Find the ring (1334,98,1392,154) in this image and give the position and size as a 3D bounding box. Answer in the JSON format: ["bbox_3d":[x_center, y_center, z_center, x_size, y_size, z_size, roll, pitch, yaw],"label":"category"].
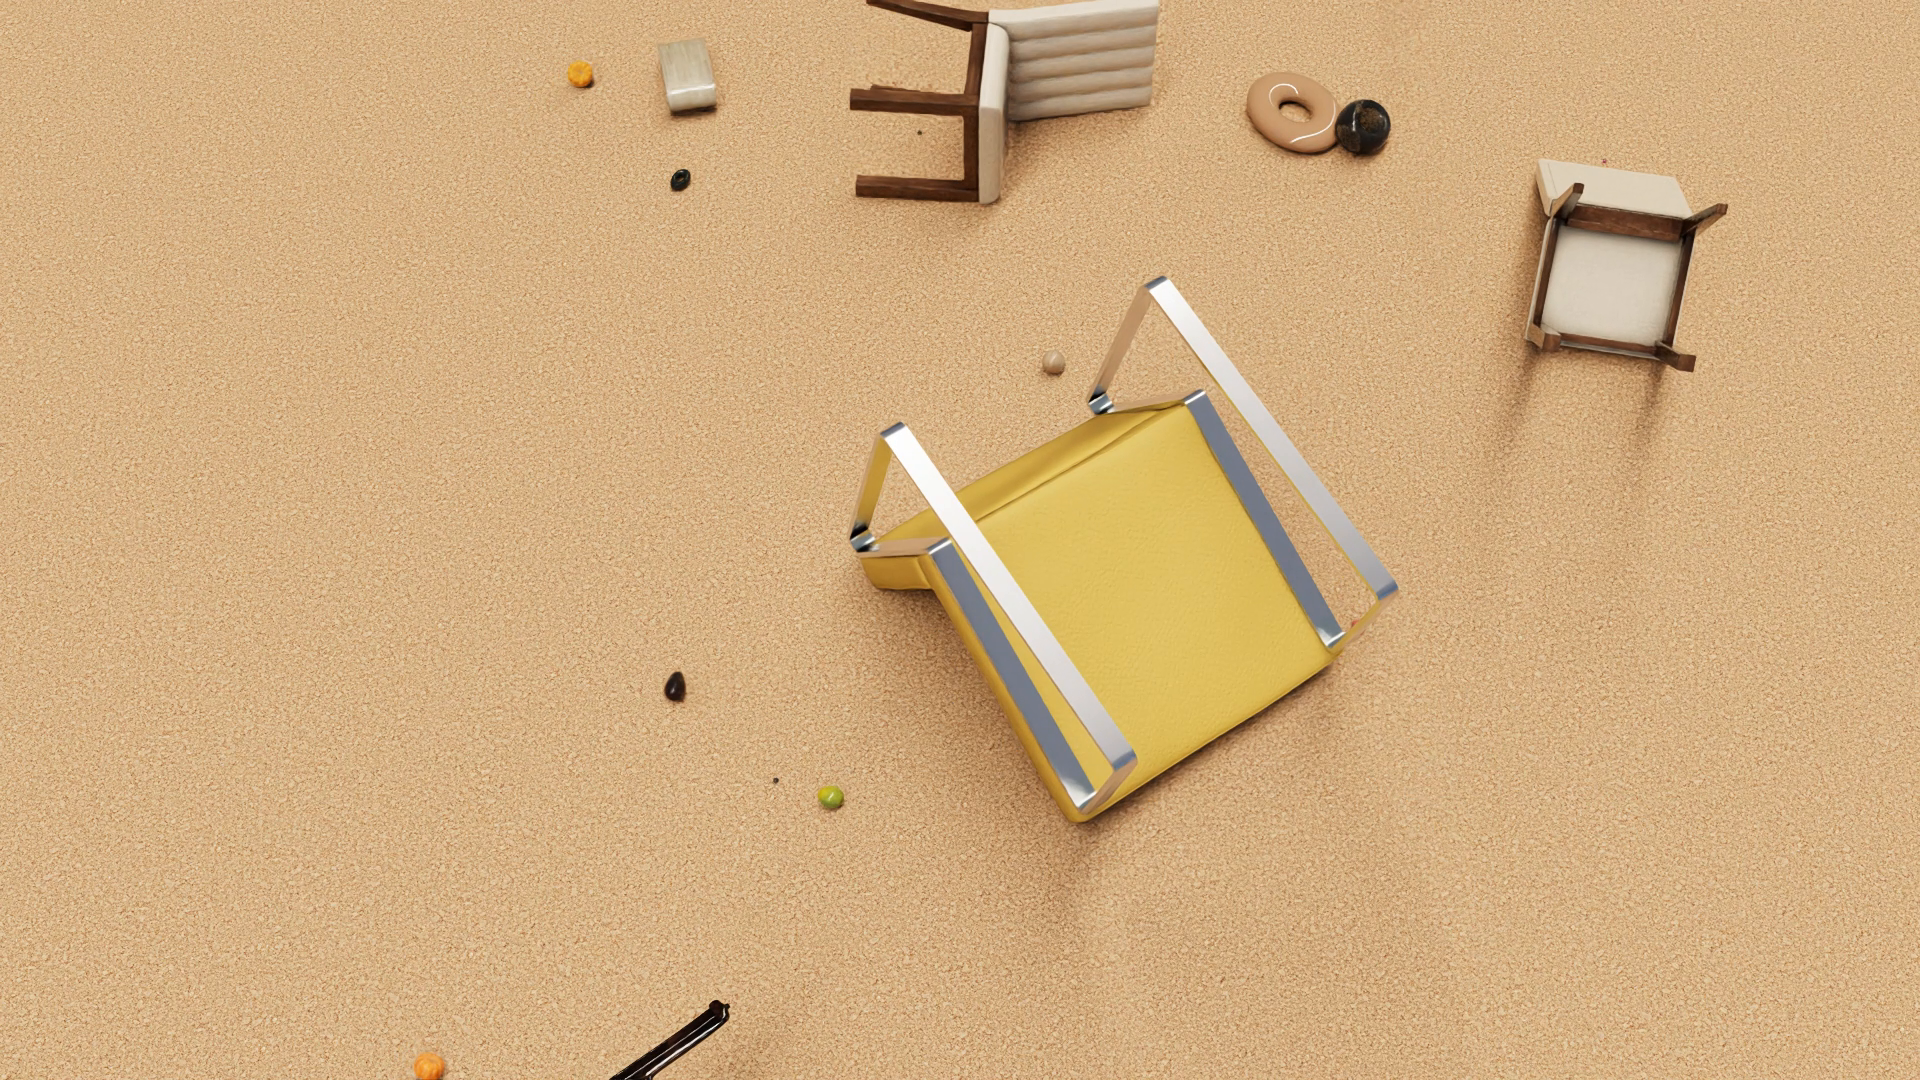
[{"bbox_3d":[1.360,-1.395,7.421,0.212,0.105,0.183,-39,92,-33],"label":"ring"}]

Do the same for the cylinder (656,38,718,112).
[{"bbox_3d":[-0.942,-1.604,7.581,0.163,0.114,0.308,-10,58,-7],"label":"cylinder"}]

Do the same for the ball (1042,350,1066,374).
[{"bbox_3d":[0.294,-0.560,6.905,0.074,0.074,0.074,0,56,0],"label":"ball"}]

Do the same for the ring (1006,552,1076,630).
[{"bbox_3d":[0.239,0.148,6.397,0.186,0.127,0.244,31,62,14],"label":"ring"}]

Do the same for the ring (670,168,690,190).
[{"bbox_3d":[-0.936,-1.207,7.366,0.061,0.031,0.093,21,58,12],"label":"ring"}]

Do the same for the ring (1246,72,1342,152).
[{"bbox_3d":[1.145,-1.463,7.512,0.305,0.074,0.386,-25,59,-17],"label":"ring"}]
